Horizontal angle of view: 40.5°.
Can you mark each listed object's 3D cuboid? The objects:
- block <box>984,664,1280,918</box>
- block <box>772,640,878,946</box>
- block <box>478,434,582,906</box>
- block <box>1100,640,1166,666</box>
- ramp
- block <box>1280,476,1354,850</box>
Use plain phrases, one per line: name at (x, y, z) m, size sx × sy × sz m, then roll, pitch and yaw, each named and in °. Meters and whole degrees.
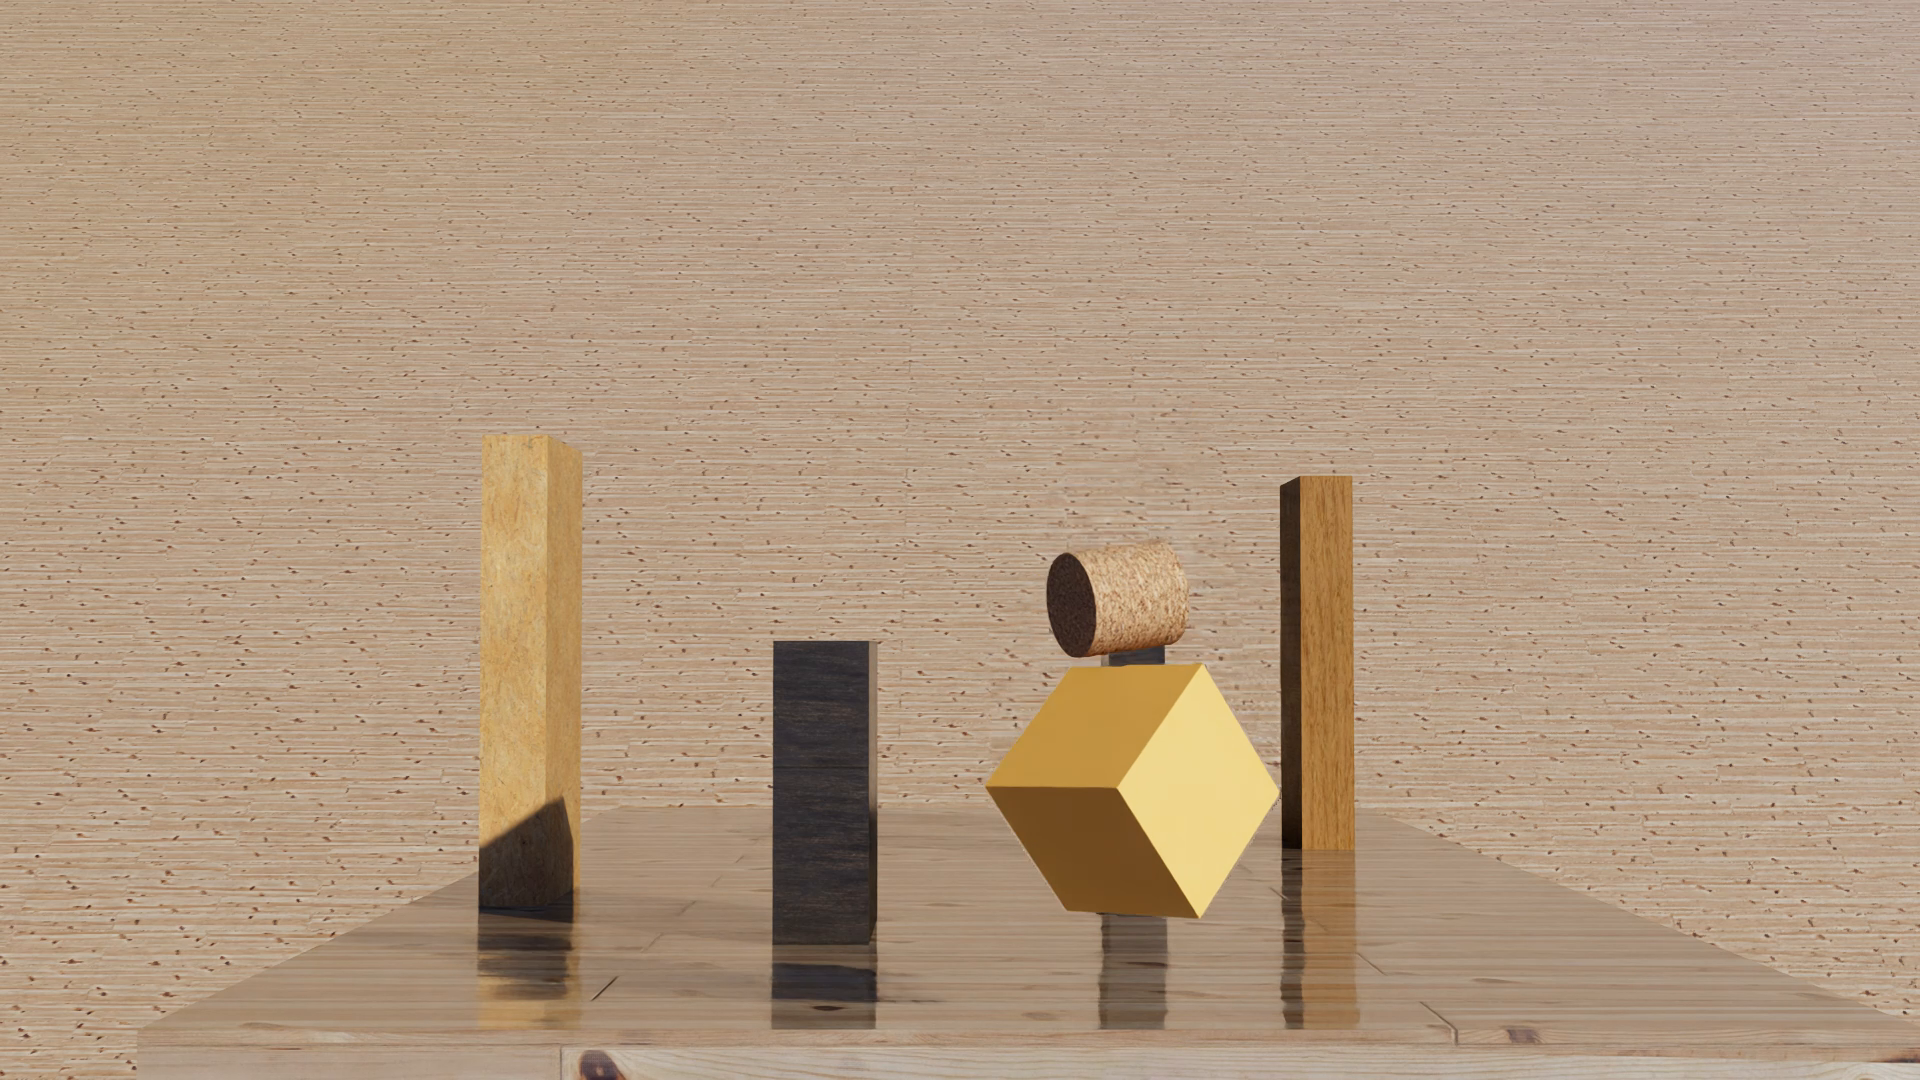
block at (0.199, 0.286, 2.984) m, size 0.201 × 0.201 × 0.201 m, roll -5°, pitch 37°, yaw 45°
block at (-0.200, 0.371, 3.931) m, size 0.138 × 0.437 × 0.384 m, roll 0°, pitch -2°, yaw 0°
block at (-0.740, 0.223, 4.506) m, size 0.109 × 0.780 × 0.403 m, roll 0°, pitch -2°, yaw 0°
block at (0.355, 0.383, 5.363) m, size 0.114 × 0.530 × 0.314 m, roll 0°, pitch -2°, yaw 0°
ramp at (0.080, 0.680, 4.903) m, size 2.000 × 0.100 × 4.000 m, roll 0°, pitch -2°, yaw 0°
block at (0.779, 0.266, 5.691) m, size 0.111 × 0.792 × 0.353 m, roll 0°, pitch -2°, yaw 0°
